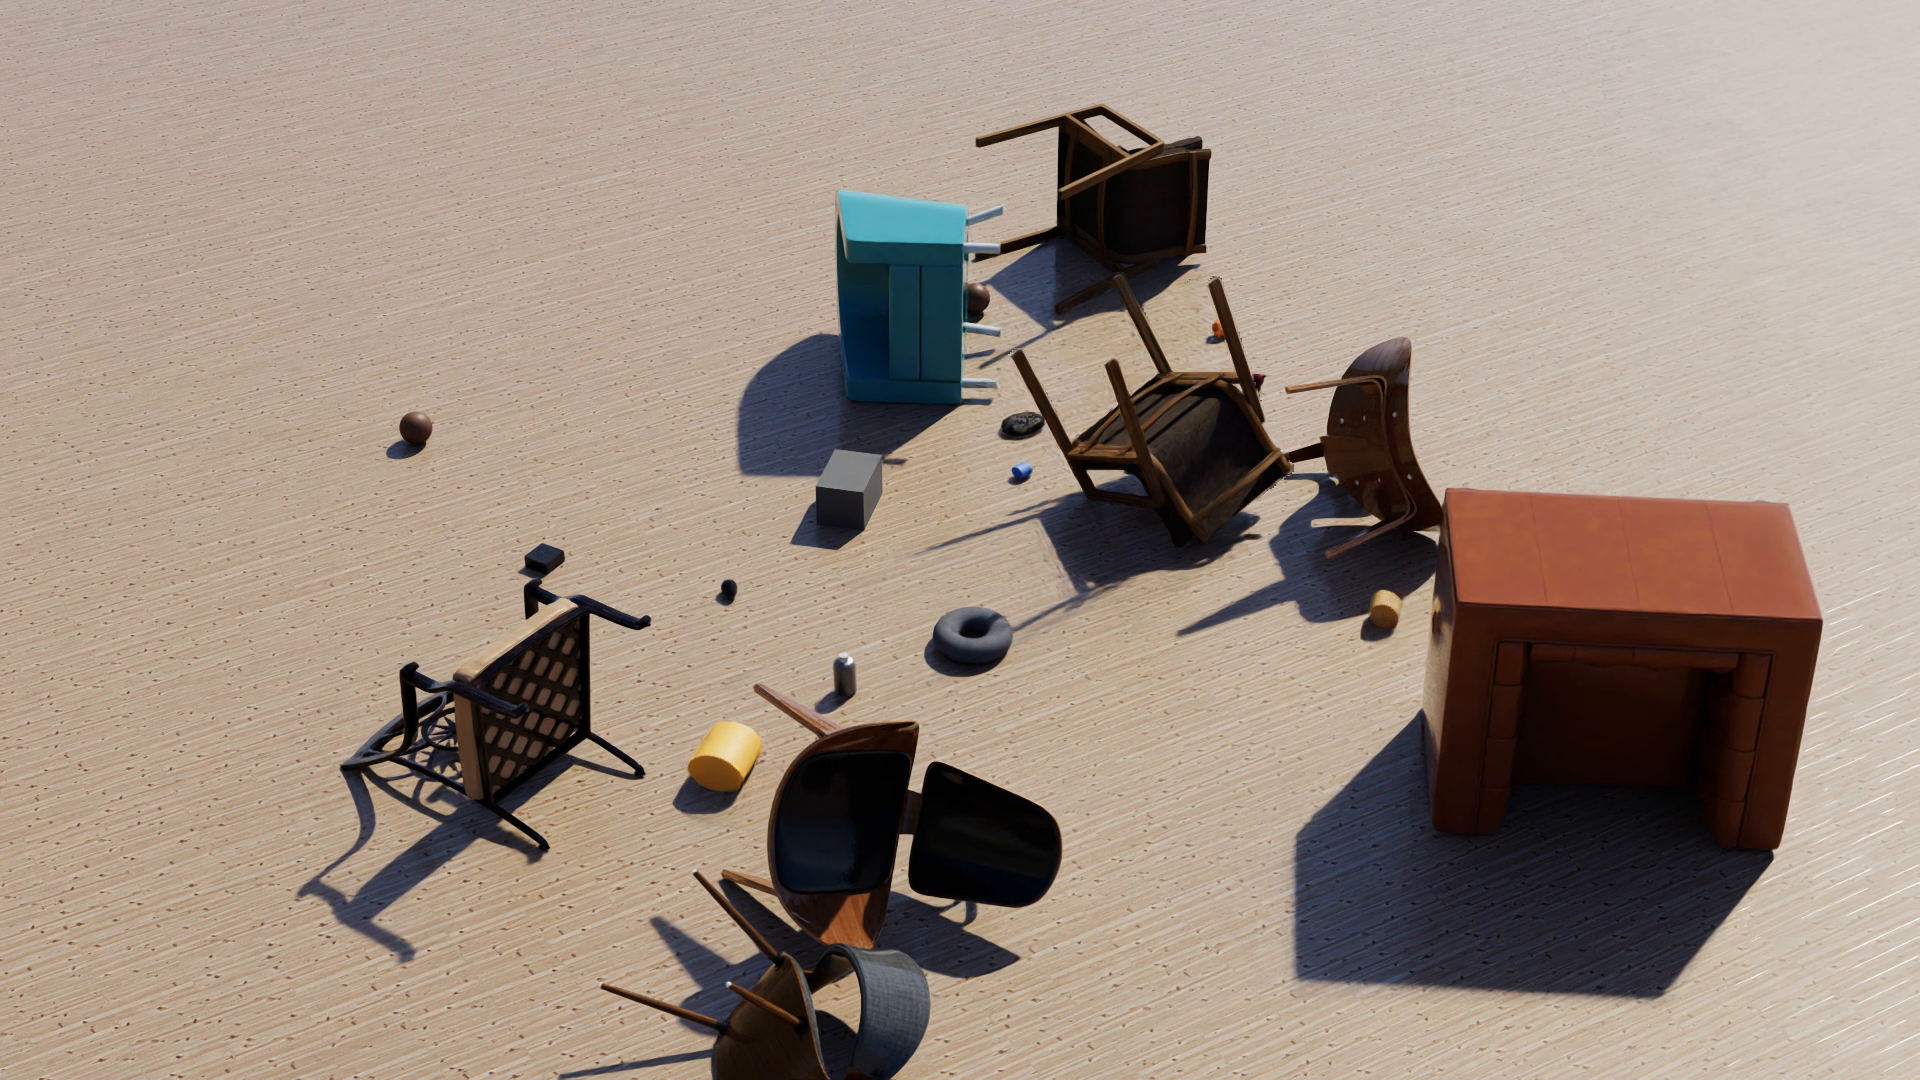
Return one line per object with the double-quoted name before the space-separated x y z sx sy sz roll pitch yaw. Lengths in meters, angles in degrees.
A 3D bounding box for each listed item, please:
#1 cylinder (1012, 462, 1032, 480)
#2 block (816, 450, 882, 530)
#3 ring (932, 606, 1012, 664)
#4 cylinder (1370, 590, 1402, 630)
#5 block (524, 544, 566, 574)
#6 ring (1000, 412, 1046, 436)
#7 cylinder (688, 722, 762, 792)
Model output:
"cylinder" 0.239 -0.267 11.305 0.062 0.050 0.053 31 44 34
"block" -0.418 -0.191 11.079 0.185 0.170 0.271 8 34 11
"ring" 0.045 0.336 10.357 0.283 0.087 0.301 8 33 10
"cylinder" 1.522 0.249 10.474 0.111 0.094 0.094 42 34 -13
"block" -1.529 0.069 10.796 0.102 0.047 0.106 19 38 26
"ring" 0.249 -0.459 11.602 0.184 0.044 0.132 -15 36 -20
"cylinder" -0.775 0.719 9.720 0.189 0.147 0.195 12 35 13
